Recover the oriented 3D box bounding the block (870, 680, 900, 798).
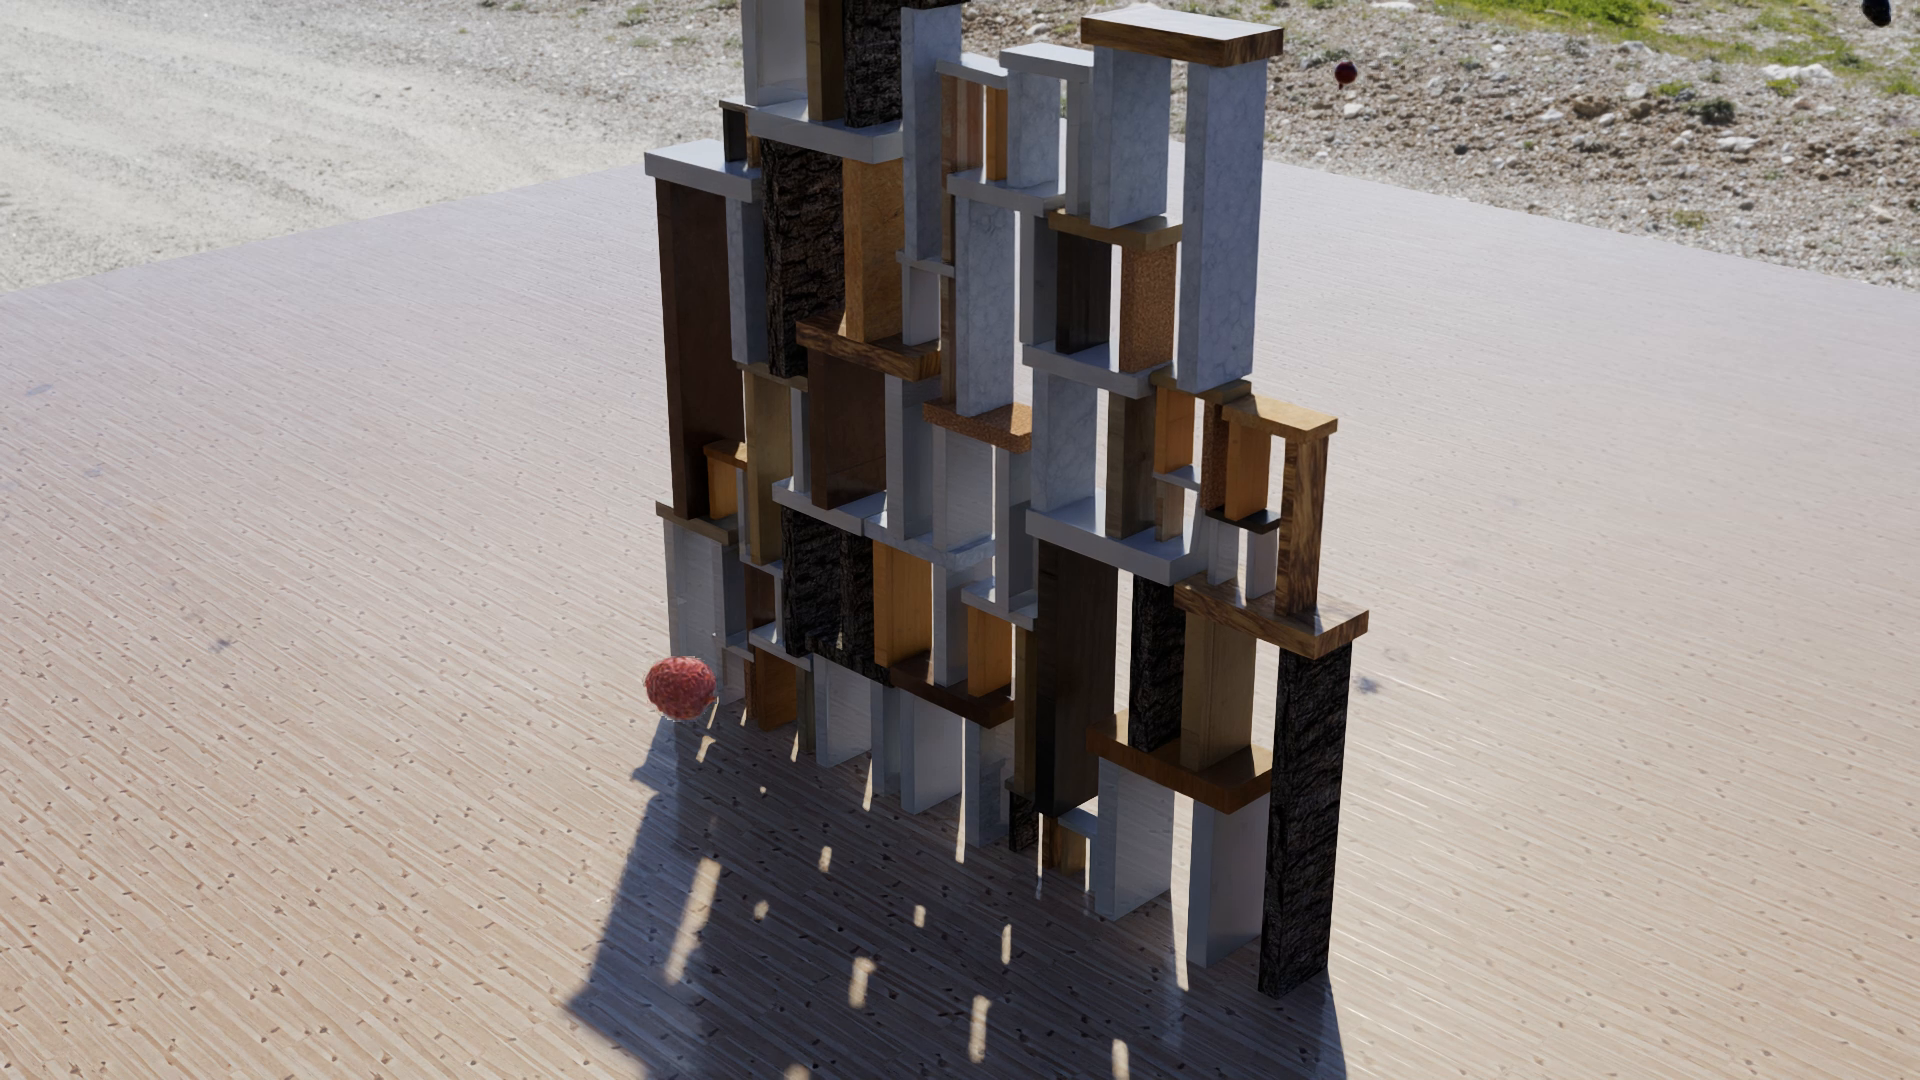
[{"bbox_3d":[-0.122,0.387,4.517,0.037,0.259,0.130,21,31,41],"label":"block"}]

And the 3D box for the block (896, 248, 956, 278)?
[{"bbox_3d":[-0.037,-0.515,4.045,0.078,0.022,0.156,-21,31,-40],"label":"block"}]

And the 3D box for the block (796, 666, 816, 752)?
[{"bbox_3d":[-0.302,0.345,4.695,0.028,0.198,0.099,21,31,41],"label":"block"}]

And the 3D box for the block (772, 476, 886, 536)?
[{"bbox_3d":[-0.242,-0.080,4.456,0.134,0.038,0.268,-21,31,-41],"label":"block"}]

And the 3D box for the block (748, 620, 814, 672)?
[{"bbox_3d":[-0.348,0.222,4.694,0.198,0.028,0.099,21,31,41],"label":"block"}]

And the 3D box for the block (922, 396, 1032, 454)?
[{"bbox_3d":[0.063,-0.222,4.056,0.125,0.035,0.250,-21,31,-40],"label":"block"}]

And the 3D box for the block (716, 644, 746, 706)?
[{"bbox_3d":[-0.506,0.289,4.895,0.020,0.144,0.072,21,31,41],"label":"block"}]

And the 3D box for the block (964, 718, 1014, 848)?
[{"bbox_3d":[0.072,0.457,4.333,0.039,0.274,0.137,21,31,41],"label":"block"}]

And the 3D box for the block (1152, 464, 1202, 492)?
[{"bbox_3d":[0.391,-0.108,3.756,0.115,0.016,0.058,21,31,40],"label":"block"}]

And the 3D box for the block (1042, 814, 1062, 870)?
[{"bbox_3d":[0.189,0.566,4.258,0.019,0.132,0.066,21,31,41],"label":"block"}]

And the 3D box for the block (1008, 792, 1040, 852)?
[{"bbox_3d":[0.126,0.541,4.315,0.066,0.132,0.019,-21,31,-41],"label":"block"}]

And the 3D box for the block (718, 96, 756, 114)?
[{"bbox_3d":[-0.419,-0.854,4.319,0.106,0.015,0.053,21,31,40],"label":"block"}]

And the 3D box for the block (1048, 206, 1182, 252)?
[{"bbox_3d":[0.265,-0.530,3.704,0.215,0.030,0.108,21,31,40],"label":"block"}]

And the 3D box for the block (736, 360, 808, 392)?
[{"bbox_3d":[-0.339,-0.350,4.444,0.219,0.031,0.109,21,31,40],"label":"block"}]

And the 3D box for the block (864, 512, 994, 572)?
[{"bbox_3d":[-0.054,-0.008,4.283,0.253,0.036,0.126,21,31,40],"label":"block"}]

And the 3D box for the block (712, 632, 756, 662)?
[{"bbox_3d":[-0.472,0.227,4.832,0.144,0.020,0.072,21,31,41],"label":"block"}]

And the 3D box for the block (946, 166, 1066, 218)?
[{"bbox_3d":[0.100,-0.612,3.843,0.117,0.033,0.234,-21,31,-40],"label":"block"}]

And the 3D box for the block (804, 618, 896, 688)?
[{"bbox_3d":[-0.184,0.227,4.516,0.259,0.037,0.130,21,31,41],"label":"block"}]

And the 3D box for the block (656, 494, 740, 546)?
[{"bbox_3d":[-0.536,-0.054,4.786,0.248,0.035,0.124,21,31,40],"label":"block"}]

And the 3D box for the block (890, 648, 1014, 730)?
[{"bbox_3d":[0.007,0.287,4.331,0.274,0.039,0.137,21,31,41],"label":"block"}]

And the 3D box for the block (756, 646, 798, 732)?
[{"bbox_3d":[-0.395,0.308,4.781,0.028,0.198,0.099,21,31,41],"label":"block"}]

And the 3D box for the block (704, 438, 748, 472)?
[{"bbox_3d":[-0.471,-0.182,4.656,0.141,0.020,0.071,21,31,40],"label":"block"}]

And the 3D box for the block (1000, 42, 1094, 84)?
[{"bbox_3d":[0.174,-0.802,3.694,0.203,0.029,0.101,21,31,40],"label":"block"}]

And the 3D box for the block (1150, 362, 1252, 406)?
[{"bbox_3d":[0.402,-0.263,3.675,0.077,0.022,0.155,-21,31,-40],"label":"block"}]

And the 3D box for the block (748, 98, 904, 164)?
[{"bbox_3d":[-0.219,-0.773,4.129,0.347,0.049,0.174,21,31,40],"label":"block"}]

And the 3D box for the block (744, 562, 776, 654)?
[{"bbox_3d":[-0.427,0.137,4.750,0.074,0.209,0.021,-21,31,-41],"label":"block"}]

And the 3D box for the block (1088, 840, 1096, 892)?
[{"bbox_3d":[0.270,0.610,4.185,0.015,0.108,0.054,21,31,41],"label":"block"}]

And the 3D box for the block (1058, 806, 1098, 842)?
[{"bbox_3d":[0.245,0.543,4.185,0.108,0.015,0.054,21,31,41],"label":"block"}]

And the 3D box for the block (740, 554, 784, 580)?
[{"bbox_3d":[-0.393,0.045,4.673,0.074,0.021,0.148,-21,31,-41],"label":"block"}]

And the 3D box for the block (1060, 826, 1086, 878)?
[{"bbox_3d":[0.219,0.590,4.232,0.015,0.108,0.054,21,31,41],"label":"block"}]

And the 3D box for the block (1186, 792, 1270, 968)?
[{"bbox_3d":[0.483,0.589,3.950,0.047,0.330,0.165,21,31,41],"label":"block"}]

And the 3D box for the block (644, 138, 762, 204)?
[{"bbox_3d":[-0.462,-0.742,4.408,0.336,0.048,0.168,21,31,41],"label":"block"}]

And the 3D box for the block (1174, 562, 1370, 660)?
[{"bbox_3d":[0.523,0.114,3.712,0.297,0.042,0.148,21,31,41],"label":"block"}]

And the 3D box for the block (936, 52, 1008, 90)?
[{"bbox_3d":[0.044,-0.818,3.832,0.081,0.023,0.162,-21,34,-40],"label":"block"}]

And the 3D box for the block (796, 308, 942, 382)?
[{"bbox_3d":[-0.144,-0.380,4.215,0.328,0.047,0.164,21,31,40],"label":"block"}]

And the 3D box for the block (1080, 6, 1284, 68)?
[{"bbox_3d":[0.351,-0.802,3.496,0.148,0.042,0.295,-22,31,-40],"label":"block"}]

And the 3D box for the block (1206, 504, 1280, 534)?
[{"bbox_3d":[0.478,-0.041,3.691,0.061,0.017,0.121,-21,31,-40],"label":"block"}]

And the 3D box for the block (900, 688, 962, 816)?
[{"bbox_3d":[-0.057,0.406,4.452,0.039,0.274,0.137,21,31,41],"label":"block"}]

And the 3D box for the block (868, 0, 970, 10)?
[{"bbox_3d":[-0.106,-0.981,3.914,0.117,0.033,0.234,-21,31,-40],"label":"block"}]

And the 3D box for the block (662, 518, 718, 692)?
[{"bbox_3d":[-0.595,0.129,4.928,0.035,0.413,0.124,21,31,41],"label":"block"}]

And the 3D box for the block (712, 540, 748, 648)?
[{"bbox_3d":[-0.477,0.099,4.788,0.035,0.248,0.124,21,31,40],"label":"block"}]

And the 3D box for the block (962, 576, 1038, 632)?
[{"bbox_3d":[0.102,0.118,4.161,0.094,0.027,0.189,-21,31,-40],"label":"block"}]

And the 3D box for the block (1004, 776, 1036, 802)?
[{"bbox_3d":[0.157,0.484,4.257,0.132,0.019,0.066,21,31,40],"label":"block"}]

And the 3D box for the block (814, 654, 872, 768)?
[{"bbox_3d":[-0.245,0.339,4.630,0.037,0.259,0.130,21,31,41],"label":"block"}]

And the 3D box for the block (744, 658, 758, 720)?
[{"bbox_3d":[-0.438,0.316,4.832,0.020,0.144,0.072,21,31,41],"label":"block"}]

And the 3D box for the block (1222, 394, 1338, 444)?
[{"bbox_3d":[0.519,-0.197,3.573,0.169,0.024,0.085,21,31,40],"label":"block"}]

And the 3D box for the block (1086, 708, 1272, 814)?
[{"bbox_3d":[0.405,0.385,3.948,0.330,0.047,0.165,21,31,41],"label":"block"}]

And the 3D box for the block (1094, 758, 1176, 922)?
[{"bbox_3d":[0.327,0.528,4.093,0.047,0.330,0.165,21,31,41],"label":"block"}]

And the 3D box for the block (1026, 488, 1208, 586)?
[{"bbox_3d":[0.296,-0.011,3.904,0.335,0.047,0.167,21,31,40],"label":"block"}]

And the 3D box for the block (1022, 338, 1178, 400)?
[{"bbox_3d":[0.249,-0.308,3.817,0.265,0.037,0.132,21,31,40],"label":"block"}]
